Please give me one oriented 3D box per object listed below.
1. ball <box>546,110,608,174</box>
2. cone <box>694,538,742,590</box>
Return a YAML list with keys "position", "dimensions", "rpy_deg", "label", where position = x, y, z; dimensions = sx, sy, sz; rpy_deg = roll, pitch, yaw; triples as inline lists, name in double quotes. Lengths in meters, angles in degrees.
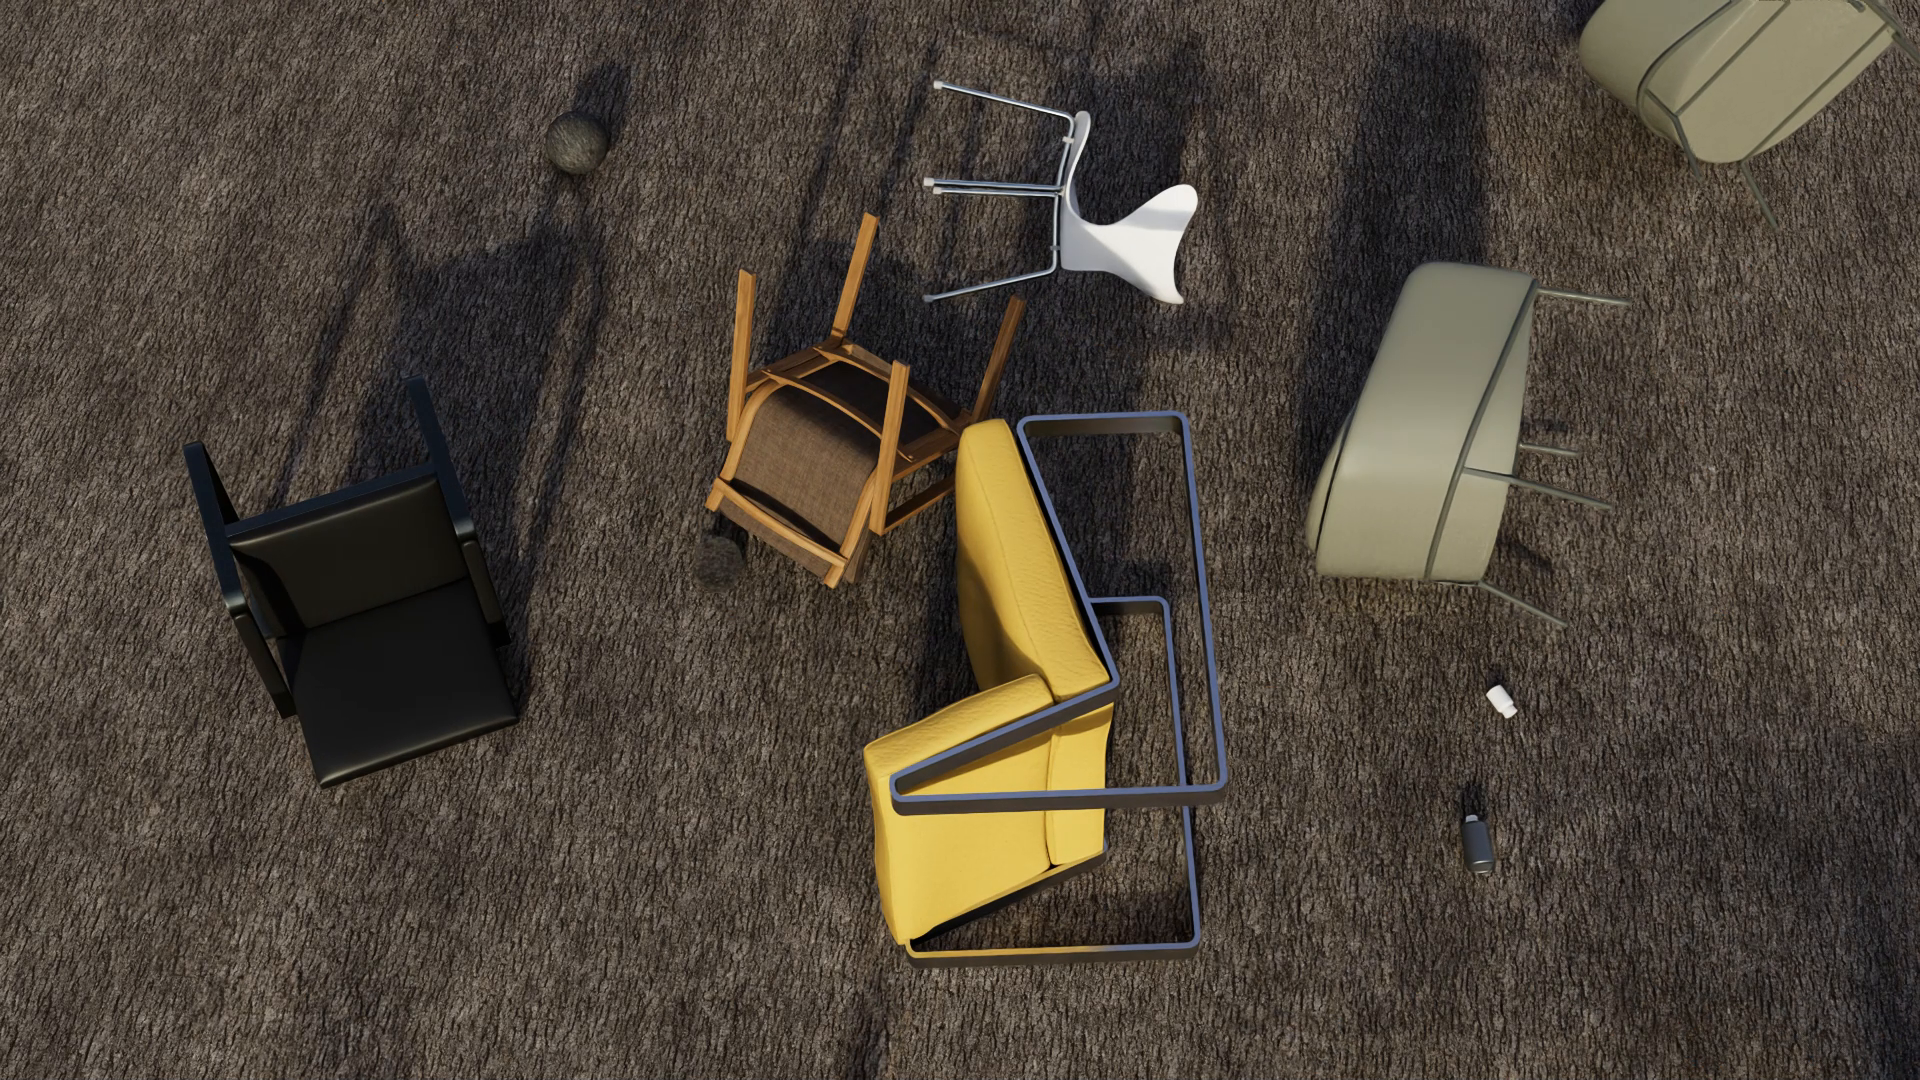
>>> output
- position: [-1.278, -1.326, 7.338]
  dimensions: [0.209, 0.209, 0.209]
  rpy_deg: [0, 56, 0]
  label: "ball"
- position: [-0.746, 0.066, 6.489]
  dimensions: [0.173, 0.158, 0.119]
  rpy_deg: [-4, 7, -42]
  label: "cone"
